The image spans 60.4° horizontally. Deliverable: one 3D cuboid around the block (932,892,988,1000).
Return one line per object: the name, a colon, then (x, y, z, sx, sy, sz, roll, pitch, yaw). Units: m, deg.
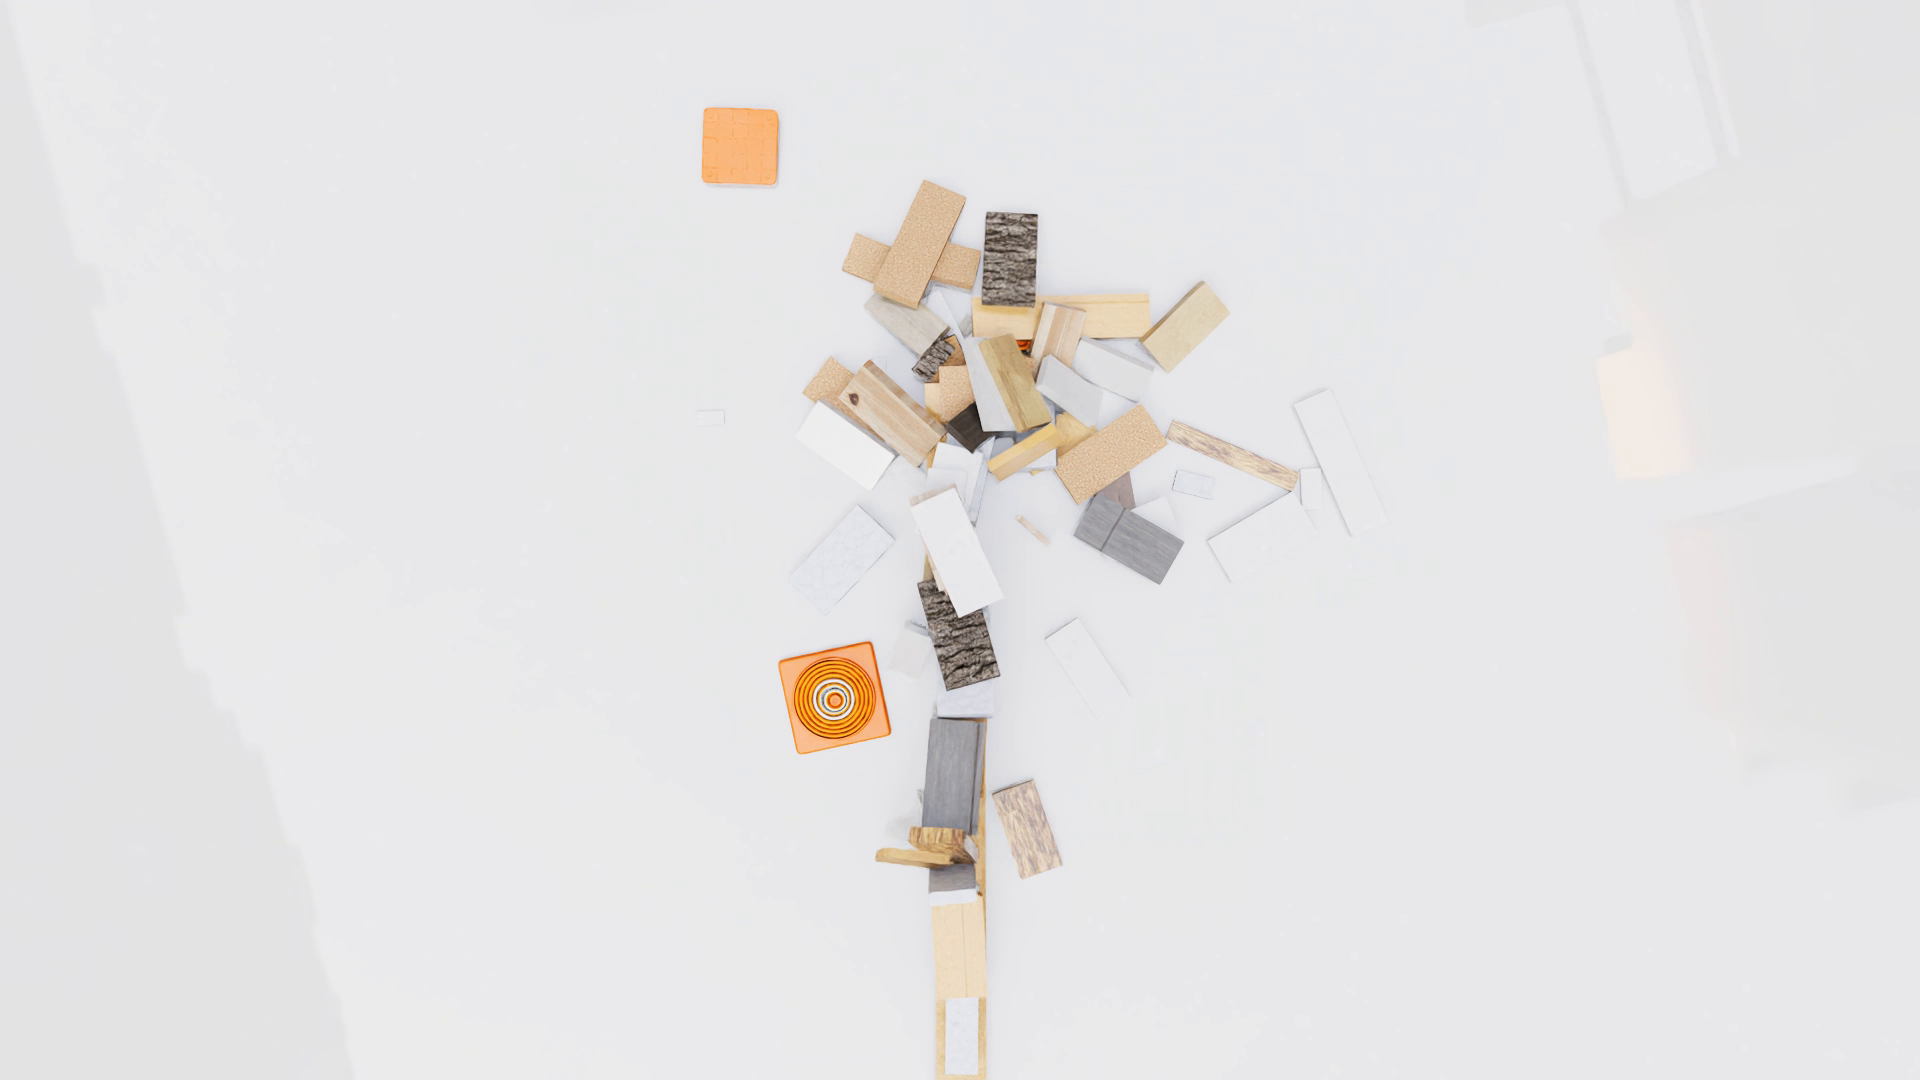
block: (-0.002, 1.319, 5.361, 0.167, 0.047, 0.333, -3, 95, 0)

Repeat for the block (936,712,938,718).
block: (0.006, 0.457, 5.413, 0.154, 0.044, 0.309, 1, 65, 1)

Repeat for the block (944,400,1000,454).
block: (0.075, -0.388, 5.317, 0.123, 0.035, 0.247, 42, 53, 9)

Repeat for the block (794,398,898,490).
block: (-0.376, -0.315, 5.450, 0.309, 0.044, 0.154, 36, 113, 0)

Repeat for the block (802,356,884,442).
block: (-0.354, -0.453, 5.478, 0.310, 0.044, 0.155, 38, 90, 0)

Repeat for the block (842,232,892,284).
block: (-0.248, -0.909, 5.482, 0.260, 0.037, 0.130, 22, 90, 0)

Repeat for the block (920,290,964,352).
block: (-0.065, -0.678, 5.471, 0.134, 0.038, 0.267, -26, 91, 6)

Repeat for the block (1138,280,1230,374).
block: (0.743, -0.705, 5.454, 0.286, 0.041, 0.143, -44, 113, 0)

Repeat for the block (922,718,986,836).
block: (-0.020, 0.752, 5.229, 0.178, 0.050, 0.355, 4, 80, 2)

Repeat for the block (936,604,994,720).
block: (0.012, 0.382, 5.325, 0.178, 0.050, 0.391, -1, 66, -1)

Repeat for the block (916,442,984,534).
block: (-0.033, -0.151, 5.312, 0.150, 0.043, 0.301, 15, 92, 2)

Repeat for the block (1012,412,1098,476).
block: (0.321, -0.333, 5.482, 0.259, 0.037, 0.130, -31, 90, 0)

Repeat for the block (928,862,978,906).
block: (-0.023, 1.095, 5.261, 0.148, 0.297, 0.042, -5, 95, 0)

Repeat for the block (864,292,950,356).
block: (-0.175, -0.730, 5.409, 0.267, 0.038, 0.134, 41, 89, 15)

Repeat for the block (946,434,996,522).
block: (0.012, -0.221, 5.356, 0.150, 0.043, 0.301, 12, 90, 3)

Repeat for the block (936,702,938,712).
block: (0.000, 0.620, 5.384, 0.154, 0.044, 0.309, 1, 65, 1)

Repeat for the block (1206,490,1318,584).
block: (1.002, -0.009, 5.477, 0.327, 0.046, 0.163, -30, 90, 0)

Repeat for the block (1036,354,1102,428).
block: (0.358, -0.487, 5.397, 0.248, 0.035, 0.124, 34, 55, -28)

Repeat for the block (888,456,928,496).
block: (-0.164, -0.216, 5.490, 0.072, 0.020, 0.143, -45, 90, 0)

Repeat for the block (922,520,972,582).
block: (-0.043, 0.049, 5.365, 0.139, 0.039, 0.277, 5, 76, 1)

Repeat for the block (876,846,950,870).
block: (-0.152, 1.020, 5.282, 0.214, 0.107, 0.030, 10, 69, -13)

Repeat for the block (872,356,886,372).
block: (-0.274, -0.562, 5.493, 0.046, 0.013, 0.092, 8, 90, 0)

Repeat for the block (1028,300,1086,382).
block: (0.306, -0.631, 5.408, 0.143, 0.041, 0.286, 10, 114, -12)

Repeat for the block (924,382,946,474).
block: (-0.037, -0.366, 5.442, 0.150, 0.043, 0.312, -1, 104, 0)

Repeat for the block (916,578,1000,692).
block: (-0.005, 0.286, 5.266, 0.178, 0.050, 0.355, -15, 79, -3)

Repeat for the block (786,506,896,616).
block: (-0.393, 0.068, 5.476, 0.172, 0.049, 0.344, 43, 90, 0)

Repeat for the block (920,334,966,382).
block: (-0.024, -0.530, 5.442, 0.134, 0.038, 0.267, -23, 103, 5)

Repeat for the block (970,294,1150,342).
block: (0.334, -0.733, 5.443, 0.591, 0.041, 0.143, -2, 87, -6)

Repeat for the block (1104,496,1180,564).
block: (0.580, -0.035, 5.445, 0.261, 0.037, 0.131, -23, 90, 0)

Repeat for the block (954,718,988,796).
block: (0.006, 0.664, 5.292, 0.154, 0.044, 0.309, 3, 80, 1)

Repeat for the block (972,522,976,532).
block: (-0.015, -0.053, 5.432, 0.139, 0.039, 0.277, 4, 76, 0)

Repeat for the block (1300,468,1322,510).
block: (1.168, -0.169, 5.490, 0.068, 0.019, 0.135, -2, 90, 0)
